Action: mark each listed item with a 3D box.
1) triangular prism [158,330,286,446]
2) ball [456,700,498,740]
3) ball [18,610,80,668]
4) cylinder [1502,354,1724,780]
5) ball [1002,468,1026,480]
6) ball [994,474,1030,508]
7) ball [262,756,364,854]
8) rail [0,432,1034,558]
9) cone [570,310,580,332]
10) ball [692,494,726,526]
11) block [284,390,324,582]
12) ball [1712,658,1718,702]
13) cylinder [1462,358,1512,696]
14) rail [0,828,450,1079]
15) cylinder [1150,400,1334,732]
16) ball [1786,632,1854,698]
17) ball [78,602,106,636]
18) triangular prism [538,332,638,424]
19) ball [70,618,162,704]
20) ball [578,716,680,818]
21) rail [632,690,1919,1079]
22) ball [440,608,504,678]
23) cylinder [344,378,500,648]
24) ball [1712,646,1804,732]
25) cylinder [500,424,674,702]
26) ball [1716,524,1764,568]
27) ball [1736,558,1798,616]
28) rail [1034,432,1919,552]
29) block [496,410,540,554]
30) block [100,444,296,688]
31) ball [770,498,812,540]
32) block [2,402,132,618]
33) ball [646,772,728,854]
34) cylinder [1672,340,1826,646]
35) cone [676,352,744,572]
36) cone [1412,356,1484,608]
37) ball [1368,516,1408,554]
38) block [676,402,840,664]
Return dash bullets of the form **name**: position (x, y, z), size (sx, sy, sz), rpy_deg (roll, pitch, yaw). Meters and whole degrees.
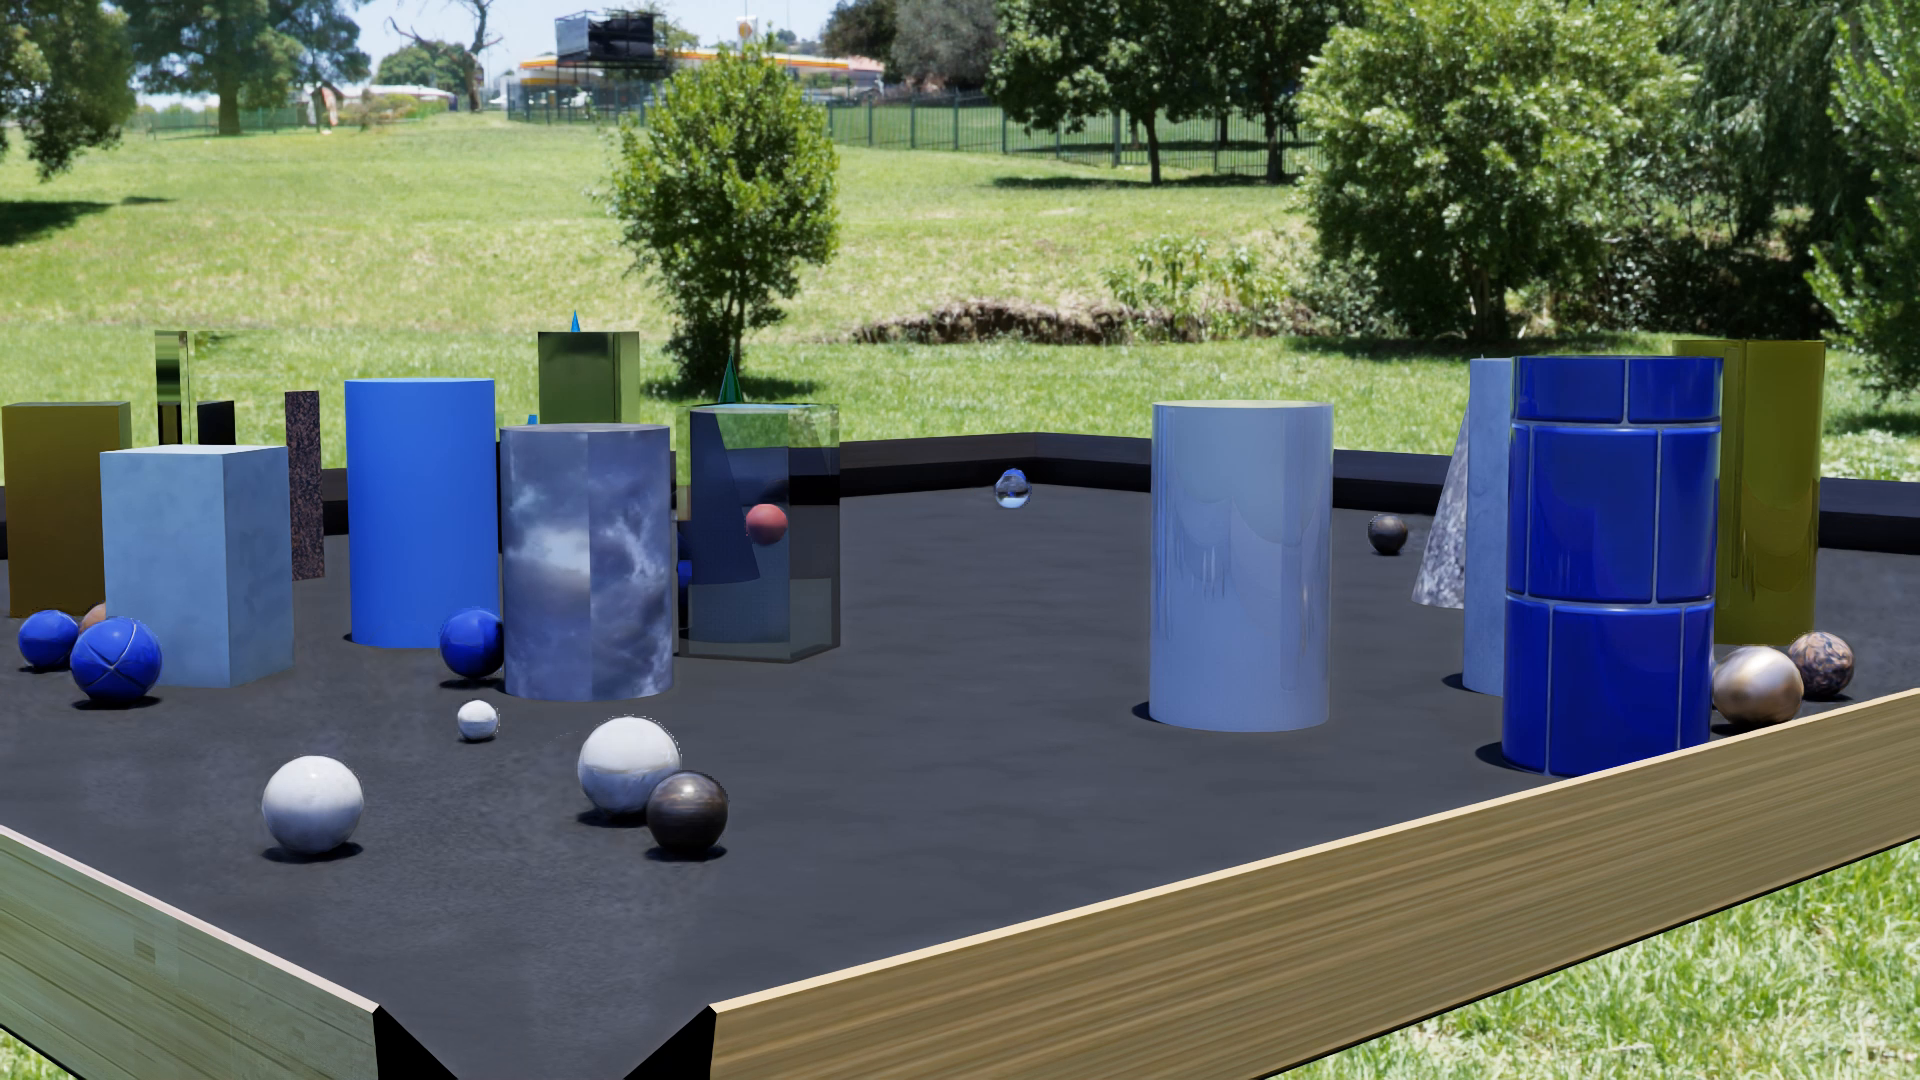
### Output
- **triangular prism**: position (-0.989, -0.075, 2.988), size (0.148, 0.418, 0.171), rpy_deg (-3, 7, -30)
- **ball**: position (-0.502, 0.187, 2.287), size (0.041, 0.041, 0.041), rpy_deg (0, 6, 0)
- **ball**: position (-1.133, 0.124, 2.739), size (0.074, 0.074, 0.074), rpy_deg (0, 6, 0)
- **cylinder**: position (0.636, 0.021, 2.152), size (0.197, 0.399, 0.197), rpy_deg (0, 6, 0)
- **ball**: position (0.129, -0.139, 5.302), size (0.065, 0.065, 0.065), rpy_deg (0, 6, 0)
- **ball**: position (0.116, -0.110, 4.948), size (0.079, 0.079, 0.079), rpy_deg (0, 6, 0)
- **ball**: position (-0.532, 0.218, 1.809), size (0.080, 0.080, 0.080), rpy_deg (0, 6, 0)
- **rail**: position (-1.098, -0.090, 4.516), size (3.564, 0.128, 0.045), rpy_deg (-5, 8, -42)
- **cone**: position (-0.753, -0.230, 4.324), size (0.197, 0.447, 0.197), rpy_deg (0, 6, 0)
- **ball**: position (-0.521, -0.064, 4.561), size (0.068, 0.068, 0.068), rpy_deg (0, 6, 0)
- **block**: position (-1.173, -0.091, 3.644), size (0.158, 0.312, 0.158), rpy_deg (4, 7, 32)
- **ball**: position (0.830, 0.158, 2.477), size (0.060, 0.060, 0.060), rpy_deg (0, 6, 0)
- **cylinder**: position (0.698, -0.018, 2.591), size (0.197, 0.387, 0.197), rpy_deg (0, 6, 0)
- **rail**: position (-1.292, 0.157, 2.146), size (0.045, 0.128, 3.287), rpy_deg (-5, 8, -42)
- **cylinder**: position (0.307, 0.022, 2.409), size (0.197, 0.344, 0.197), rpy_deg (0, 6, 0)
- **ball**: position (0.992, 0.144, 2.538), size (0.075, 0.075, 0.075), rpy_deg (0, 6, 0)
- **ball**: position (-1.051, 0.119, 2.735), size (0.085, 0.085, 0.085), rpy_deg (0, 6, 0)
- **triangular prism**: position (-0.582, -0.140, 3.650), size (0.171, 0.410, 0.148), rpy_deg (4, 7, 32)
- **ball**: position (-0.957, 0.138, 2.494), size (0.097, 0.097, 0.097), rpy_deg (0, 6, 0)
- **ball**: position (-0.291, 0.200, 1.934), size (0.089, 0.089, 0.089), rpy_deg (0, 6, 0)
- **rail**: position (1.098, 0.157, 2.148), size (3.564, 0.128, 0.045), rpy_deg (-5, 8, -42)
- **ball**: position (-0.579, 0.124, 2.625), size (0.083, 0.083, 0.083), rpy_deg (0, 6, 0)
- **cylinder**: position (-0.729, -0.042, 2.989), size (0.197, 0.351, 0.197), rpy_deg (0, 6, 0)
- **ball**: position (0.843, 0.158, 2.326), size (0.092, 0.092, 0.092), rpy_deg (0, 6, 0)
- **cylinder**: position (-0.439, 0.021, 2.592), size (0.197, 0.308, 0.197), rpy_deg (0, 6, 0)
- **ball**: position (1.348, 0.011, 3.802), size (0.078, 0.078, 0.078), rpy_deg (0, 6, 0)
- **ball**: position (1.178, 0.068, 3.212), size (0.085, 0.085, 0.085), rpy_deg (0, 6, 0)
- **rail**: position (1.292, -0.090, 4.518), size (0.045, 0.128, 3.287), rpy_deg (-5, 8, -42)
- **block**: position (-0.791, -0.110, 4.091), size (0.158, 0.257, 0.158), rpy_deg (4, 7, 30)
- **block**: position (-0.925, 0.028, 2.676), size (0.158, 0.277, 0.158), rpy_deg (1, 6, 11)
- **ball**: position (-0.328, -0.040, 4.275), size (0.081, 0.081, 0.081), rpy_deg (0, 6, 0)
- **block**: position (-1.318, -0.048, 3.264), size (0.158, 0.307, 0.158), rpy_deg (-2, 6, -14)
- **ball**: position (-0.224, 0.225, 1.805), size (0.067, 0.067, 0.067), rpy_deg (0, 6, 0)
- **cylinder**: position (1.070, -0.070, 3.006), size (0.197, 0.403, 0.197), rpy_deg (0, 6, 0)
- **cone**: position (-0.392, -0.136, 3.773), size (0.197, 0.375, 0.197), rpy_deg (0, 6, 0)
- **cone**: position (0.794, -0.095, 3.363), size (0.197, 0.380, 0.197), rpy_deg (0, 6, 0)
- **ball**: position (0.786, -0.010, 4.036), size (0.070, 0.070, 0.070), rpy_deg (0, 6, 0)
- **block**: position (-0.261, -0.014, 2.862), size (0.158, 0.323, 0.158), rpy_deg (2, 6, 20)
